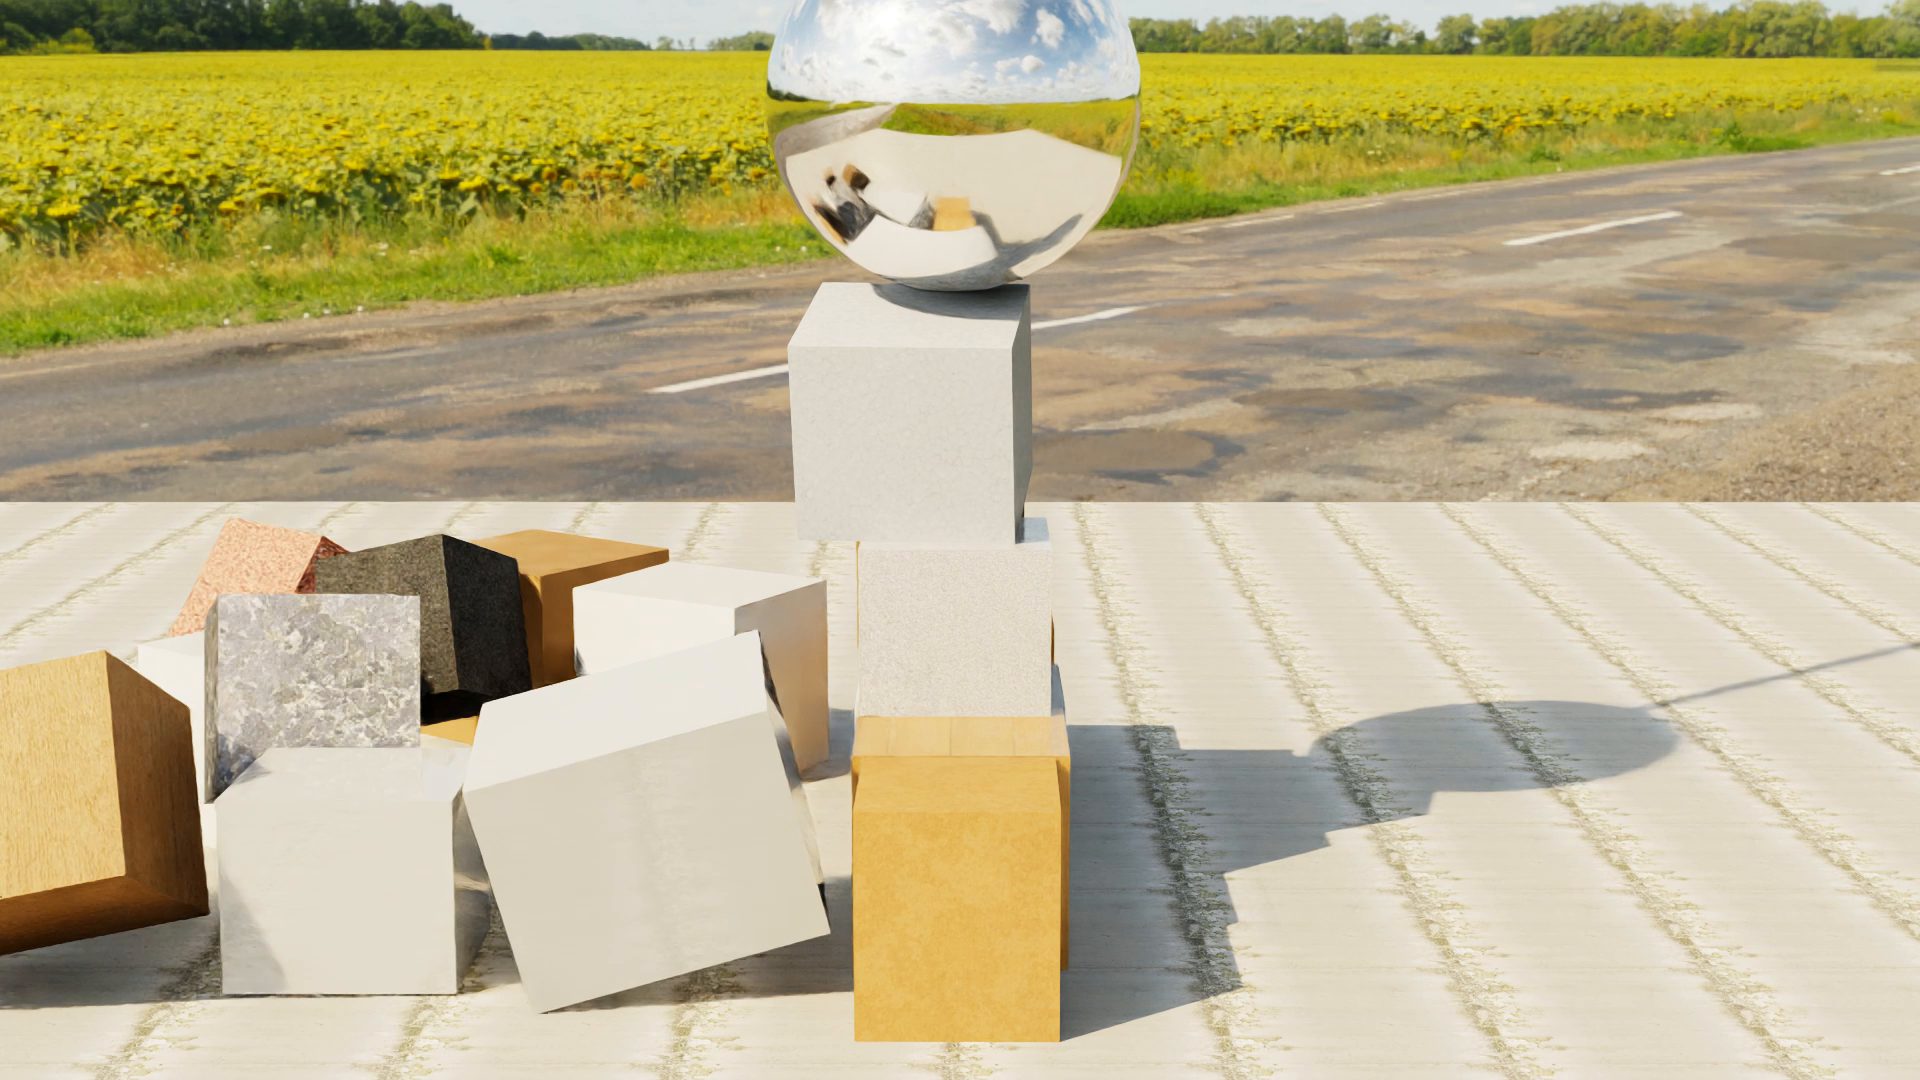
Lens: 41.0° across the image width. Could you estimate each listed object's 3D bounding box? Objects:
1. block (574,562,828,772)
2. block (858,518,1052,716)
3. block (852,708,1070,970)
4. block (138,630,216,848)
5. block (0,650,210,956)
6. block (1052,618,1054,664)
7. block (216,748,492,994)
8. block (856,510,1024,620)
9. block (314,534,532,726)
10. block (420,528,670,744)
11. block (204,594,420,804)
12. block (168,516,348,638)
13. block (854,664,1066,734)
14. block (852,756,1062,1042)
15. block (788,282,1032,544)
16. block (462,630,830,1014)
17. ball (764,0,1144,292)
[{"bbox_3d":[-1.314,0.690,13.117,0.985,0.950,0.830,6,12,29],"label":"block"},{"bbox_3d":[-0.018,0.316,10.976,0.793,0.701,0.810,0,10,0],"label":"block"},{"bbox_3d":[0.003,1.206,10.484,0.855,0.877,0.773,0,10,0],"label":"block"},{"bbox_3d":[-3.278,0.910,12.066,0.773,0.892,0.771,8,13,36],"label":"block"},{"bbox_3d":[-3.593,1.051,9.959,0.985,0.868,0.938,-11,-17,0],"label":"block"},{"bbox_3d":[0.017,0.769,13.011,0.891,0.831,0.795,0,10,0],"label":"block"},{"bbox_3d":[-2.391,1.301,10.213,0.894,0.765,0.824,0,9,-1],"label":"block"},{"bbox_3d":[-0.084,0.046,11.789,0.748,0.749,0.748,0,10,0],"label":"block"},{"bbox_3d":[-2.664,0.469,12.801,0.688,0.765,0.860,-11,-11,13],"label":"block"},{"bbox_3d":[-2.272,0.540,13.871,1.034,0.974,0.960,8,13,36],"label":"block"},{"bbox_3d":[-2.818,0.698,11.121,0.828,0.814,0.801,1,-10,-20],"label":"block"},{"bbox_3d":[-3.617,0.439,14.101,0.894,0.741,0.850,9,-21,41],"label":"block"},{"bbox_3d":[0.000,1.064,11.272,0.889,0.873,0.823,0,10,0],"label":"block"},{"bbox_3d":[-0.007,1.346,9.722,0.753,0.874,0.764,0,10,1],"label":"block"},{"bbox_3d":[-0.188,-0.556,10.948,0.914,0.852,0.898,1,22,6],"label":"block"},{"bbox_3d":[-1.219,1.080,10.103,1.163,0.924,1.061,-15,16,-2],"label":"block"},{"bbox_3d":[-0.026,-1.852,10.844,1.600,1.600,1.600,0,10,0],"label":"ball"}]
